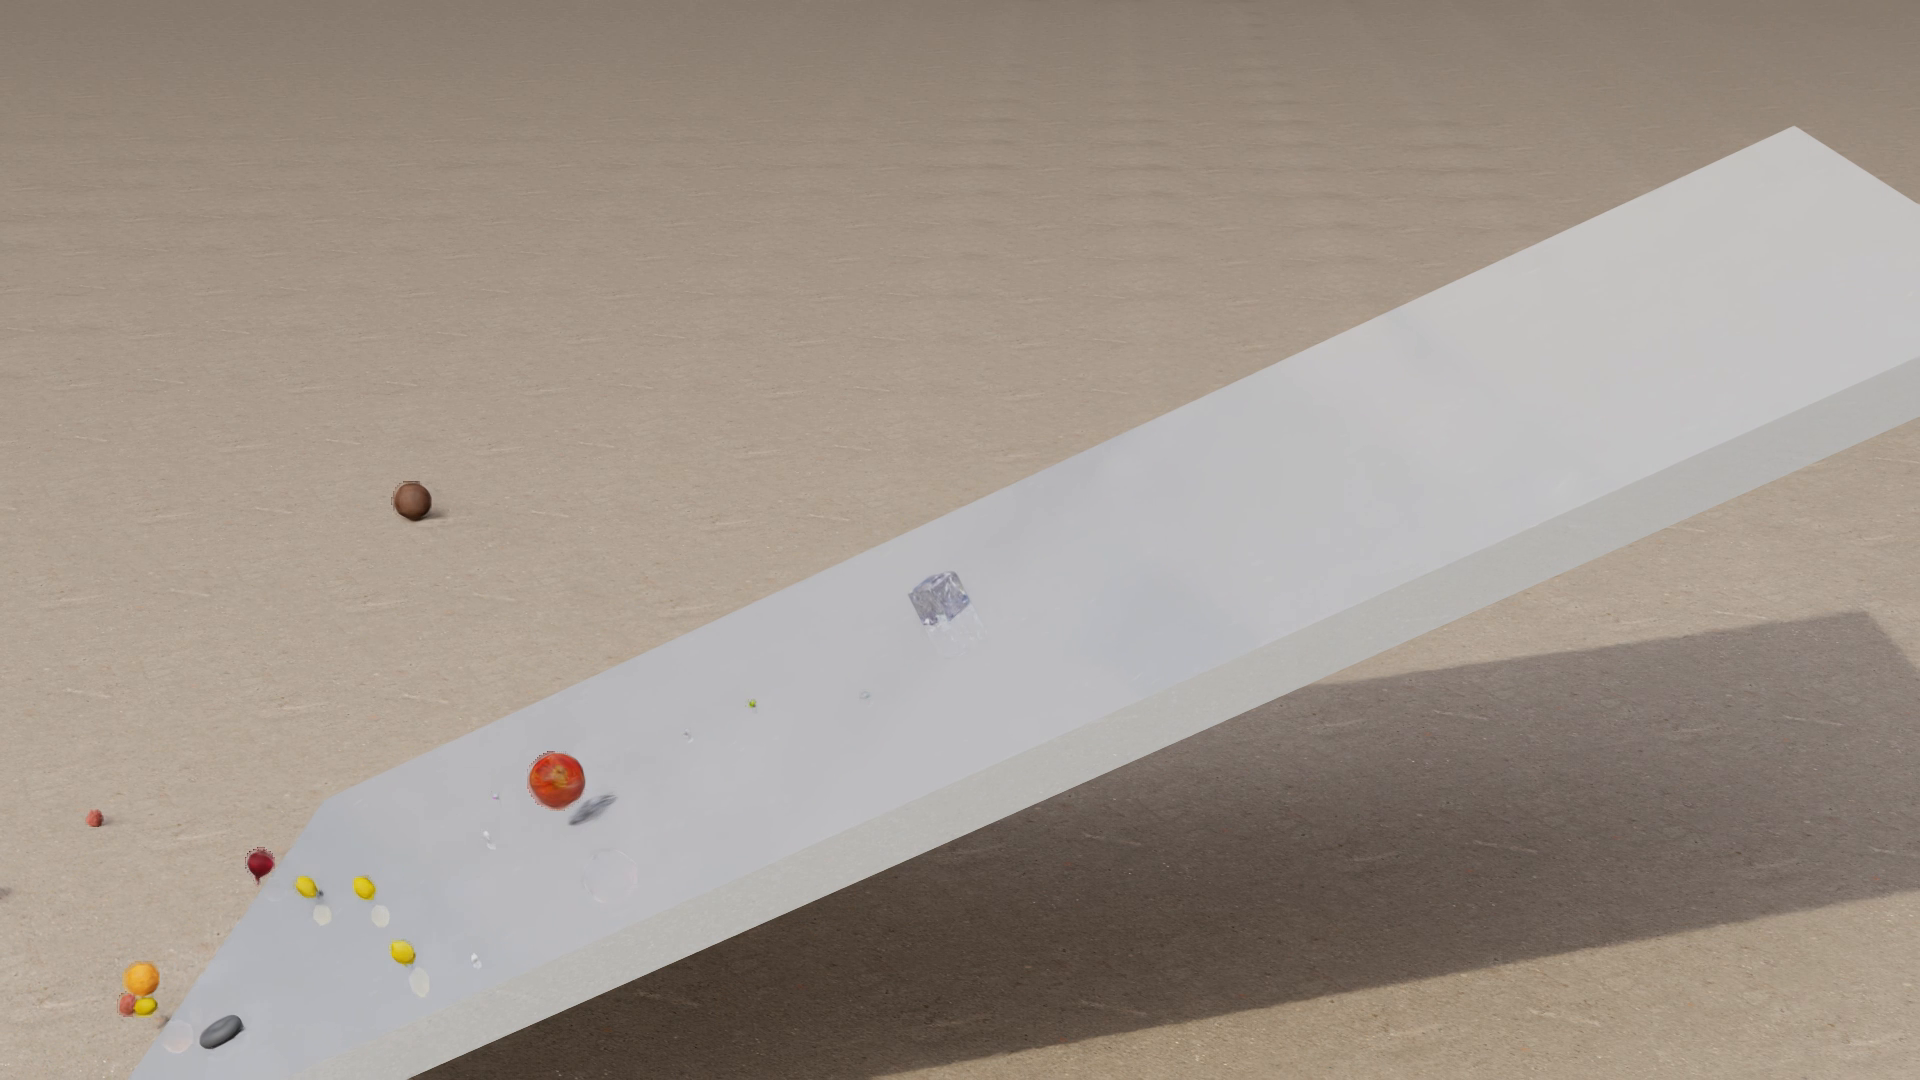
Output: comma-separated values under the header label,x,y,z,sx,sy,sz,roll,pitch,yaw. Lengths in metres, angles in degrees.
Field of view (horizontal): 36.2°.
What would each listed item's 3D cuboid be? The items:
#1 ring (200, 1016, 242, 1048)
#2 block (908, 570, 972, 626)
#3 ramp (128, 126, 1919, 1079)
label,x,y,z,sx,sy,sz,roll,pitch,yaw
ring,-1.504,1.001,5.982,0.094,0.031,0.094,-27,12,6
block,-0.045,0.127,6.388,0.082,0.082,0.082,-13,19,45
ramp,0.137,0.168,6.281,4.000,0.100,2.000,-25,13,9
